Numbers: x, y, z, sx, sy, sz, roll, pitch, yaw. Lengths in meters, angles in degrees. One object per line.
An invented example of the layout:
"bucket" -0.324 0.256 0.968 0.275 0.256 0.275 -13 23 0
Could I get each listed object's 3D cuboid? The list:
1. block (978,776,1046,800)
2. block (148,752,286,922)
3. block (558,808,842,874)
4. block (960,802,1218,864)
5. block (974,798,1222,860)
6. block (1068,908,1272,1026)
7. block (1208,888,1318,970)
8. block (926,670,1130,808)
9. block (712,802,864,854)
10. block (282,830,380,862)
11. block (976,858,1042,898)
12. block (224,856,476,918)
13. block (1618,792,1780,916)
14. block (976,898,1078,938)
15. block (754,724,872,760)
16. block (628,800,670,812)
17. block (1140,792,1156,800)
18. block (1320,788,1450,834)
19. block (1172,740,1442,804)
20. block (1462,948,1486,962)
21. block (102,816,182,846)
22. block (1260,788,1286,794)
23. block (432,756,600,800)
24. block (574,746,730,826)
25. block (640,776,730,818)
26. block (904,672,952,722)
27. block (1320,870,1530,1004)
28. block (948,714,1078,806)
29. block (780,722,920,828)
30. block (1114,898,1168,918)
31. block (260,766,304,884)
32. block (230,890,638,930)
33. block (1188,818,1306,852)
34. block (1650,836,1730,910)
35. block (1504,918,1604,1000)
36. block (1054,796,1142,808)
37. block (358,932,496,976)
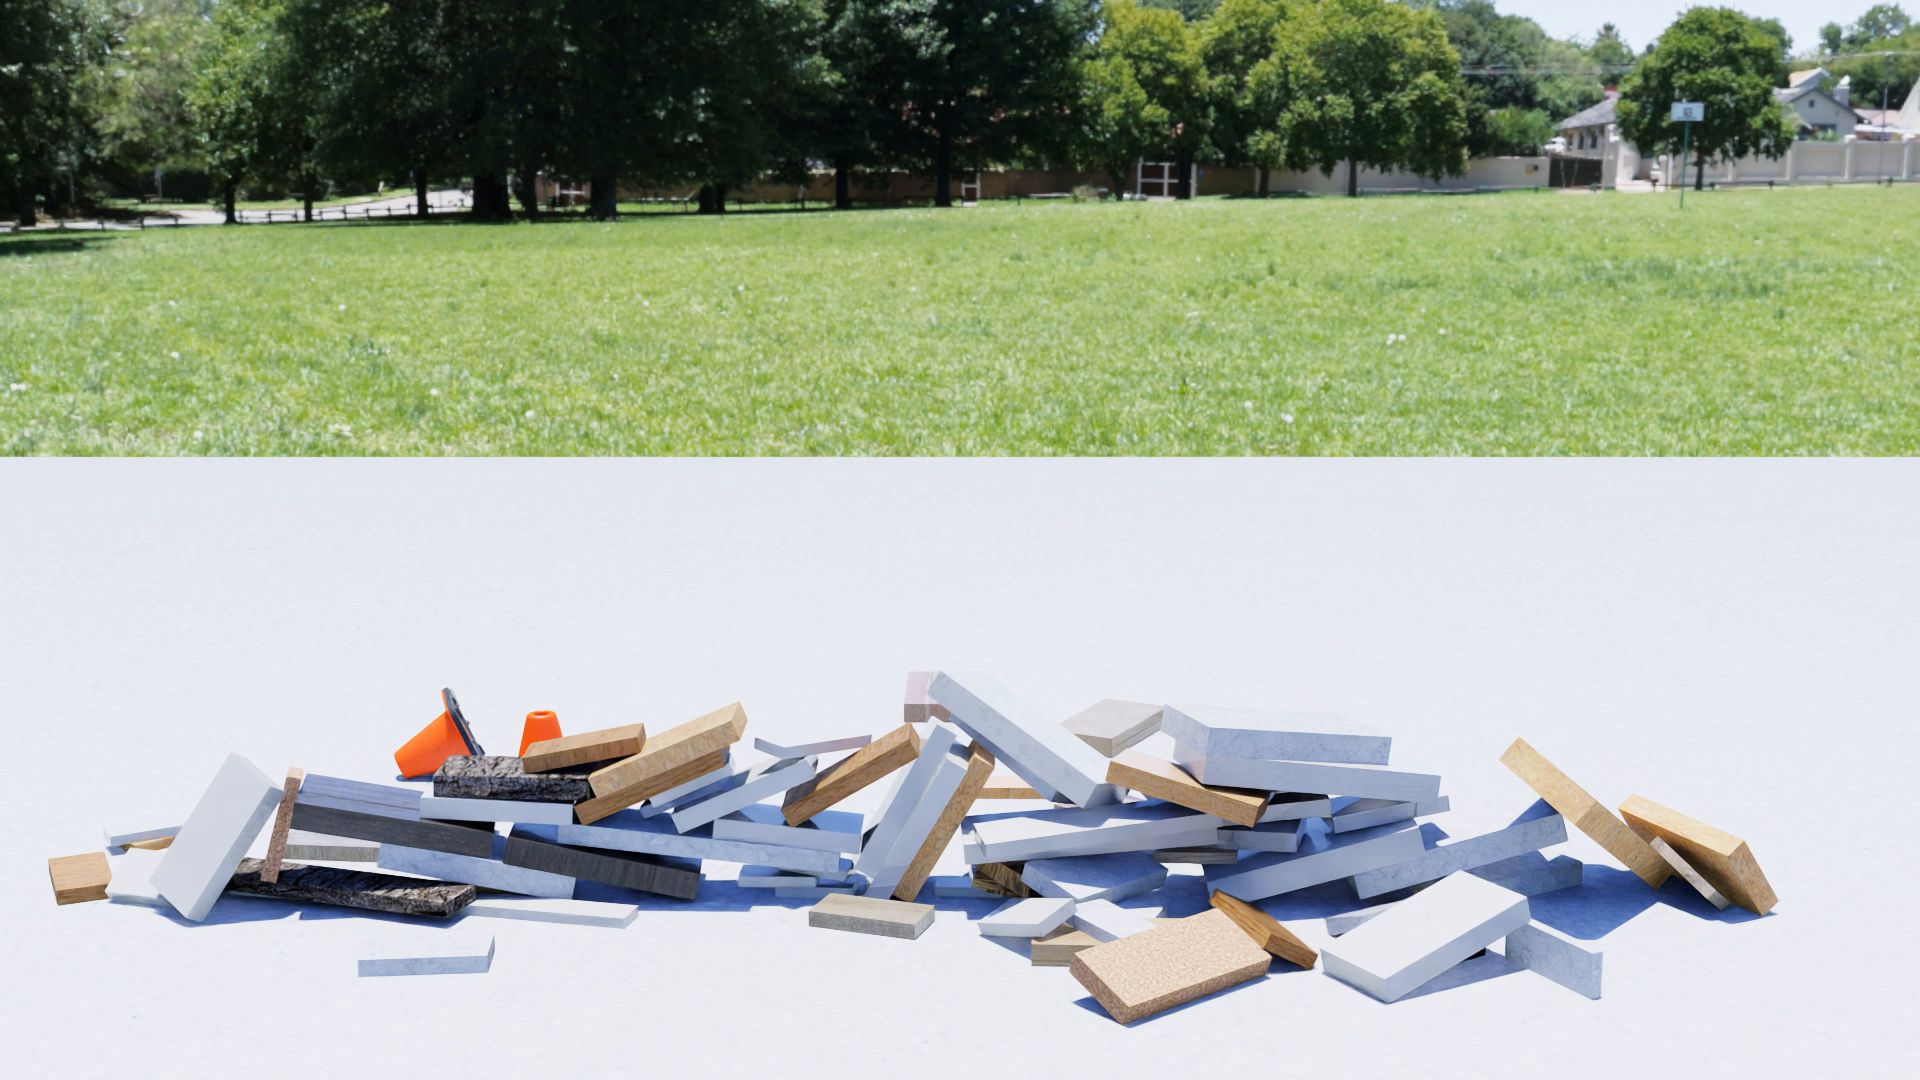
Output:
"block" 0.112 0.475 4.226 0.235 0.022 0.079 0 11 1
"block" -1.205 0.481 3.565 0.123 0.246 0.035 29 -5 36
"block" -0.428 0.495 3.663 0.461 0.035 0.123 6 9 -1
"block" 0.207 0.475 3.602 0.410 0.035 0.123 -4 15 -2
"block" 0.222 0.459 3.539 0.389 0.026 0.091 -6 15 -10
"block" 0.313 0.627 3.252 0.298 0.035 0.123 -9 36 -39
"block" 0.470 0.603 3.419 0.091 0.026 0.212 26 2 -20
"block" 0.118 0.325 3.632 0.334 0.047 0.167 35 12 24
"block" -0.284 0.476 3.664 0.241 0.034 0.121 6 9 -1
"block" -1.009 0.539 3.870 0.366 0.027 0.096 1 11 6
"block" 0.160 0.534 3.675 0.117 0.033 0.261 25 22 39
"block" -1.065 0.566 3.630 0.552 0.026 0.090 4 11 18
"block" 1.227 0.522 3.666 0.039 0.138 0.275 -39 21 -11
"block" 0.104 0.589 3.437 0.079 0.022 0.157 -30 10 -35
"block" -0.243 0.335 3.657 0.072 0.020 0.202 14 12 41
"block" -0.596 0.500 4.085 0.090 0.026 0.181 -4 11 -18
"block" 0.409 0.483 3.895 0.183 0.026 0.091 44 35 23
"block" 0.701 0.441 3.647 0.195 0.028 0.098 -10 10 -5
"block" 0.567 0.372 3.608 0.401 0.047 0.167 6 7 -12
"block" 0.743 0.624 3.433 0.071 0.020 0.142 -6 12 -31
"block" -1.454 0.518 3.913 0.123 0.017 0.062 -7 12 -32
"block" 0.522 0.400 3.625 0.057 0.016 0.114 12 5 33
"block" -0.730 0.392 3.636 0.254 0.036 0.127 1 10 -1
"block" -0.508 0.391 3.646 0.254 0.036 0.127 -23 9 2
"block" -0.459 0.421 3.667 0.143 0.020 0.072 -22 9 8
"block" -0.047 0.346 4.870 0.145 0.041 0.290 0 11 0
"block" 0.704 0.596 3.325 0.290 0.041 0.145 -22 20 -26
"block" 0.105 0.357 3.678 0.247 0.035 0.123 37 12 33
"block" -0.180 0.388 3.641 0.241 0.034 0.121 -30 8 5
"block" 0.226 0.600 3.538 0.195 0.028 0.098 4 11 20
"block" -1.110 0.466 3.605 0.025 0.175 0.087 14 2 -14
"block" -0.869 0.591 3.614 0.701 0.017 0.062 3 11 13
"block" 0.452 0.477 3.667 0.234 0.033 0.117 1 15 17
"block" 1.197 0.547 3.609 0.069 0.020 0.138 34 11 -44
"block" 0.889 0.622 3.300 0.020 0.071 0.186 -5 12 -27
"block" 0.318 0.511 3.986 0.275 0.039 0.138 10 14 43
"block" -0.814 0.634 3.360 0.192 0.027 0.096 -1 11 -5
